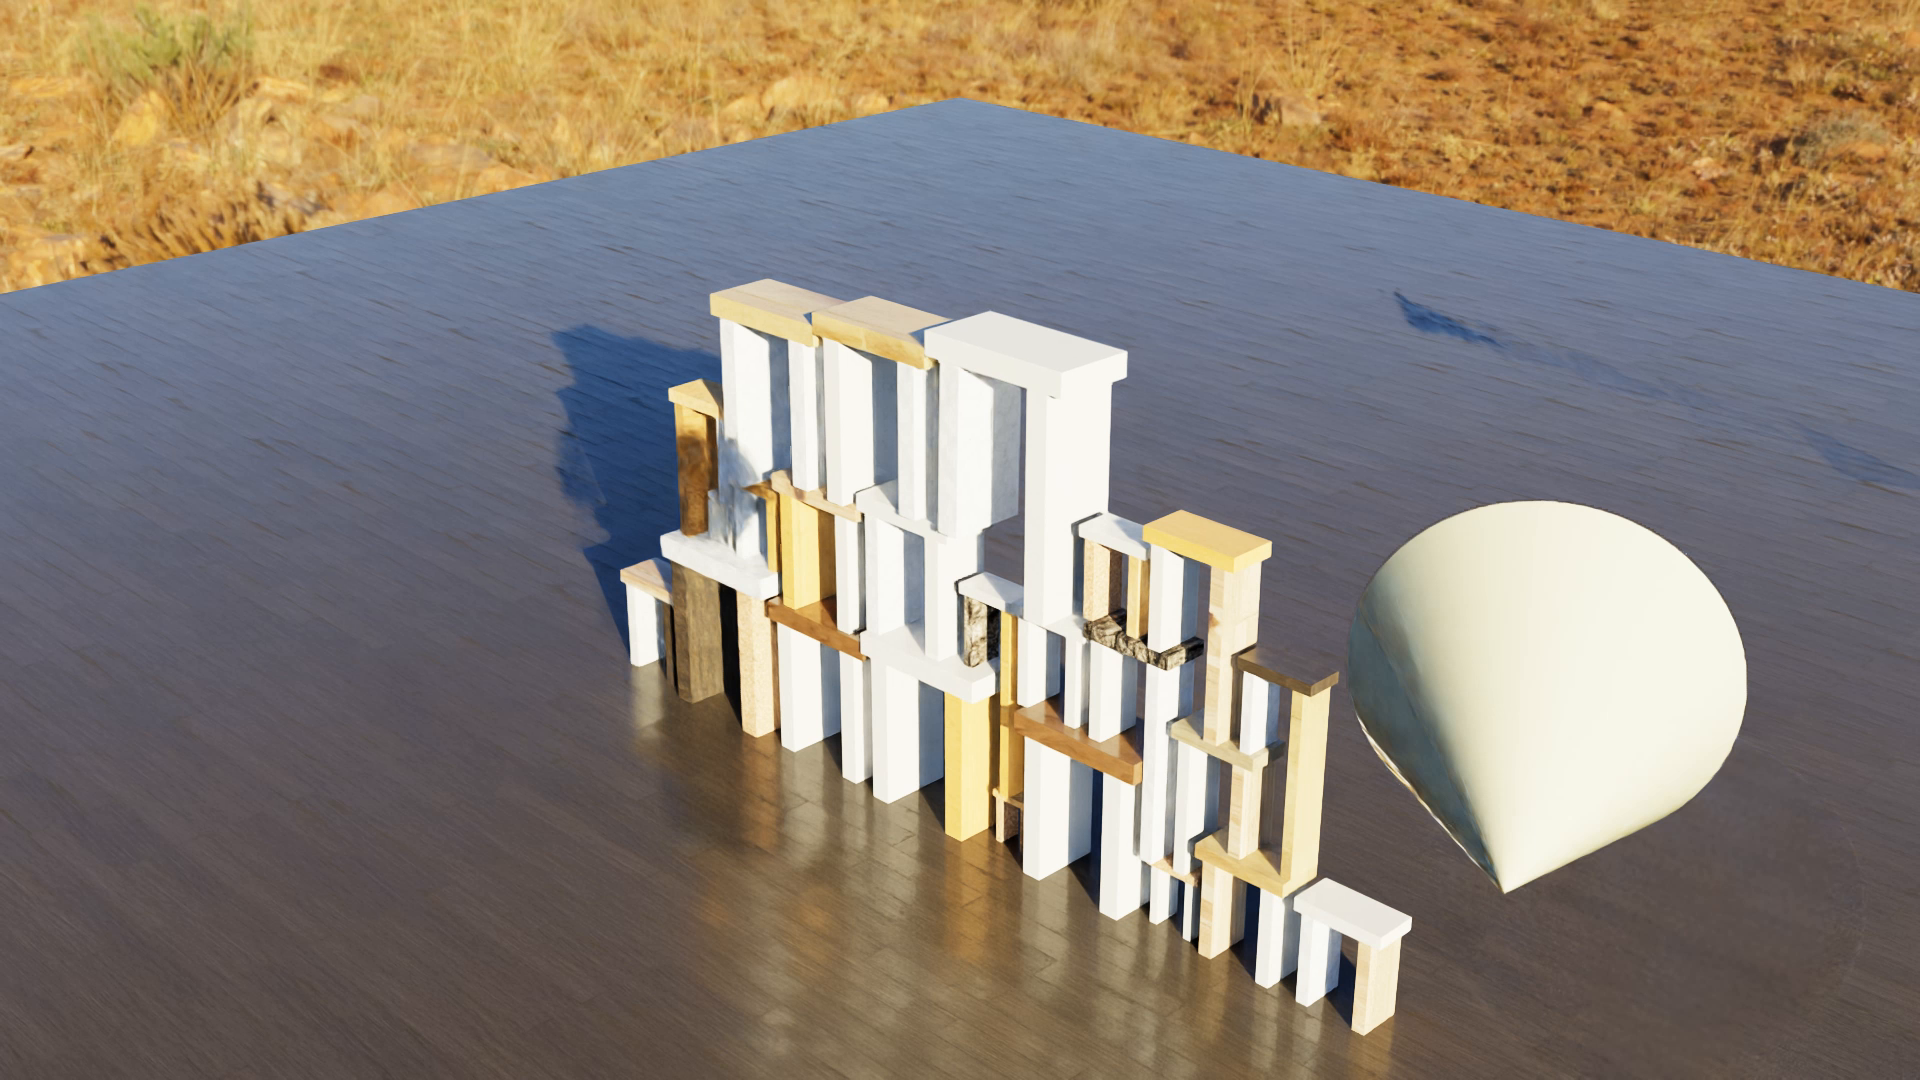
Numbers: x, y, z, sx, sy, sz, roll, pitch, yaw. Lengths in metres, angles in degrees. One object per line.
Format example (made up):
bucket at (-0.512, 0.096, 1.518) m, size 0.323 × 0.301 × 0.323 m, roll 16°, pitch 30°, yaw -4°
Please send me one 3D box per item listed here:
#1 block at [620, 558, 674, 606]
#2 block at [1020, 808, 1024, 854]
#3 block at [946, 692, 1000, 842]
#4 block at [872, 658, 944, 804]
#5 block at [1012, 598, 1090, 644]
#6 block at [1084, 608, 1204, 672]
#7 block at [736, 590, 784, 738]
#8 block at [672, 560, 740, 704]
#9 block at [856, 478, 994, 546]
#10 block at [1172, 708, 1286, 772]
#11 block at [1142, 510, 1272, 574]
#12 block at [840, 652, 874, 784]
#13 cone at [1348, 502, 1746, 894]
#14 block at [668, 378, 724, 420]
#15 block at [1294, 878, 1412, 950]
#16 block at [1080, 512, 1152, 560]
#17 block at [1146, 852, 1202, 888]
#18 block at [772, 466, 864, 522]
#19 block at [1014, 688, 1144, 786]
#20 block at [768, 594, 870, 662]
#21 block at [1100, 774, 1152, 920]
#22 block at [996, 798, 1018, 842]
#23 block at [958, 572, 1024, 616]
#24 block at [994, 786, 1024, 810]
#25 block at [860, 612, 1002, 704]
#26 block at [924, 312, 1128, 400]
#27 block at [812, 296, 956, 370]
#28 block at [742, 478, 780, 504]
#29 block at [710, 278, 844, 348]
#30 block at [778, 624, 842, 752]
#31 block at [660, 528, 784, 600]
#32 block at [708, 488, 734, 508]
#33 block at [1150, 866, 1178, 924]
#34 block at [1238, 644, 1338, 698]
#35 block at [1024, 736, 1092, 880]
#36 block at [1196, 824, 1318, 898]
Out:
block at (-0.667, 0.095, 4.985) m, size 0.202 × 0.029 × 0.101 m, roll 21°, pitch 31°, yaw 41°
block at (0.140, 0.563, 4.310) m, size 0.014 × 0.097 × 0.049 m, roll 21°, pitch 31°, yaw 41°
block at (0.043, 0.424, 4.358) m, size 0.045 × 0.316 × 0.158 m, roll 21°, pitch 31°, yaw 41°
block at (-0.106, 0.365, 4.495) m, size 0.045 × 0.316 × 0.158 m, roll 21°, pitch 31°, yaw 41°
block at (0.192, 0.140, 4.073) m, size 0.180 × 0.026 × 0.090 m, roll 21°, pitch 31°, yaw 40°
block at (0.328, 0.176, 3.937) m, size 0.099 × 0.028 × 0.198 m, roll -21°, pitch 31°, yaw -41°
block at (-0.396, 0.243, 4.758) m, size 0.048 × 0.336 × 0.168 m, roll 21°, pitch 31°, yaw 41°
block at (-0.555, 0.181, 4.904) m, size 0.048 × 0.336 × 0.168 m, roll 21°, pitch 31°, yaw 41°
block at (-0.070, -0.058, 4.281) m, size 0.253 × 0.036 × 0.126 m, roll 21°, pitch 31°, yaw 41°
block at (0.471, 0.351, 3.867) m, size 0.091 × 0.026 × 0.182 m, roll -22°, pitch 31°, yaw -40°
block at (0.422, 0.002, 3.765) m, size 0.100 × 0.028 × 0.200 m, roll -21°, pitch 31°, yaw -40°
block at (-0.179, 0.346, 4.572) m, size 0.041 × 0.292 × 0.146 m, roll 21°, pitch 31°, yaw 41°
cone at (0.356, 0.150, 1.389) m, size 0.265 × 0.265 × 0.265 m, roll 7°, pitch 27°, yaw 17°
block at (-0.519, -0.298, 4.667) m, size 0.194 × 0.027 × 0.097 m, roll 21°, pitch 31°, yaw 40°
block at (0.671, 0.639, 3.763) m, size 0.179 × 0.025 × 0.090 m, roll 21°, pitch 31°, yaw 41°
block at (0.296, -0.006, 3.905) m, size 0.078 × 0.022 × 0.156 m, roll -22°, pitch 32°, yaw -40°
block at (0.408, 0.596, 4.028) m, size 0.060 × 0.017 × 0.120 m, roll -21°, pitch 31°, yaw -41°
block at (-0.251, -0.102, 4.459) m, size 0.252 × 0.036 × 0.126 m, roll 21°, pitch 31°, yaw 40°
block at (0.259, 0.363, 4.094) m, size 0.296 × 0.042 × 0.148 m, roll 21°, pitch 31°, yaw 41°
block at (-0.247, 0.166, 4.570) m, size 0.146 × 0.041 × 0.292 m, roll -21°, pitch 31°, yaw -41°
block at (0.329, 0.545, 4.096) m, size 0.042 × 0.296 × 0.148 m, roll 21°, pitch 31°, yaw 41°
block at (0.094, 0.545, 4.352) m, size 0.014 × 0.097 × 0.049 m, roll 21°, pitch 31°, yaw 41°
block at (0.077, 0.102, 4.191) m, size 0.148 × 0.021 × 0.074 m, roll 21°, pitch 31°, yaw 41°
block at (0.117, 0.503, 4.309) m, size 0.097 × 0.014 × 0.049 m, roll 21°, pitch 31°, yaw 41°
block at (-0.032, 0.228, 4.356) m, size 0.158 × 0.045 × 0.316 m, roll -21°, pitch 31°, yaw -41°
block at (0.116, -0.335, 3.956) m, size 0.170 × 0.048 × 0.340 m, roll -21°, pitch 31°, yaw -40°
block at (-0.120, -0.396, 4.183) m, size 0.310 × 0.044 × 0.155 m, roll 21°, pitch 31°, yaw 41°
block at (-0.403, -0.119, 4.615) m, size 0.081 × 0.023 × 0.162 m, roll -21°, pitch 30°, yaw -40°
block at (-0.340, -0.456, 4.401) m, size 0.309 × 0.044 × 0.154 m, roll 21°, pitch 31°, yaw 40°
block at (-0.316, 0.293, 4.698) m, size 0.041 × 0.292 × 0.146 m, roll 21°, pitch 31°, yaw 41°
block at (-0.476, 0.036, 4.756) m, size 0.168 × 0.048 × 0.336 m, roll -21°, pitch 31°, yaw -41°
block at (-0.493, -0.092, 4.729) m, size 0.049 × 0.014 × 0.097 m, roll -21°, pitch 31°, yaw -41°
block at (0.380, 0.648, 4.081) m, size 0.017 × 0.120 × 0.060 m, roll 21°, pitch 31°, yaw 41°
block at (0.555, 0.220, 3.722) m, size 0.154 × 0.022 × 0.077 m, roll 21°, pitch 31°, yaw 40°
block at (0.189, 0.491, 4.225) m, size 0.042 × 0.296 × 0.148 m, roll 21°, pitch 31°, yaw 41°
block at (0.523, 0.567, 3.892) m, size 0.194 × 0.028 × 0.097 m, roll 21°, pitch 31°, yaw 41°
